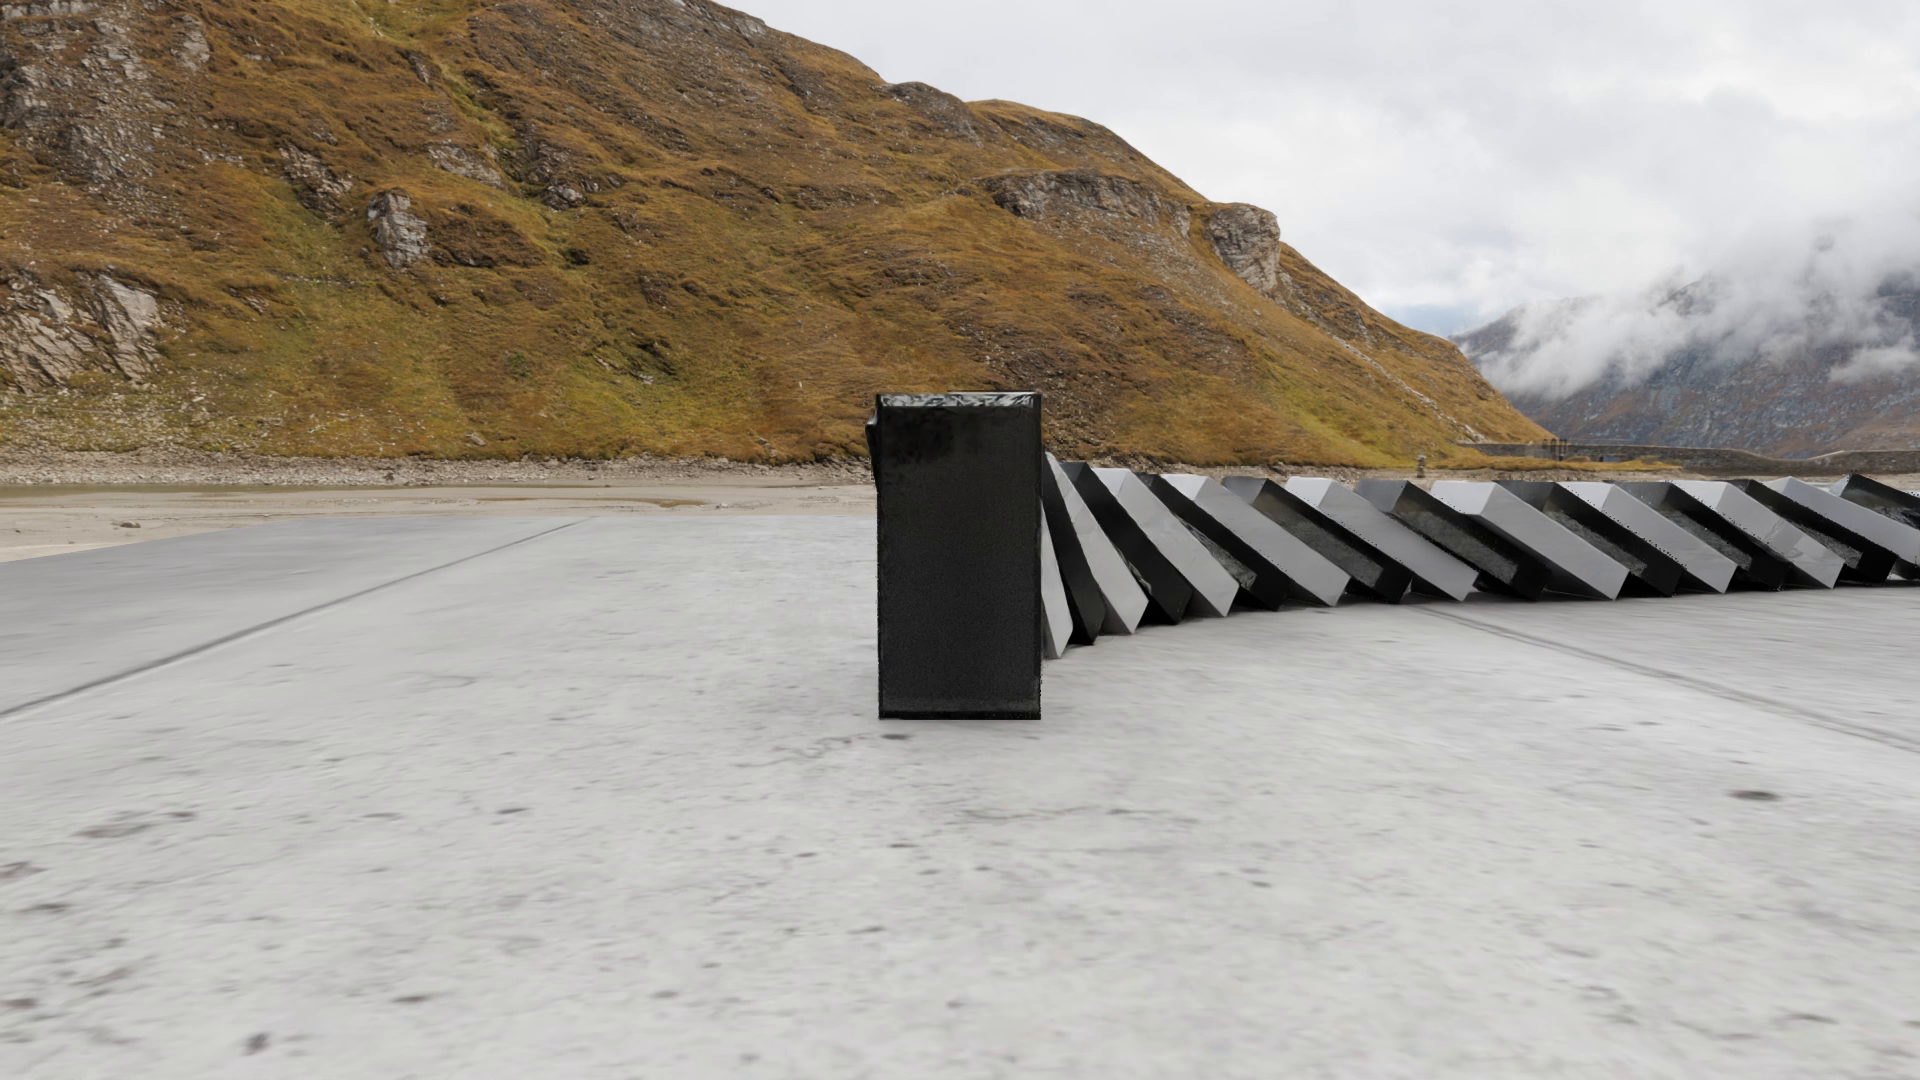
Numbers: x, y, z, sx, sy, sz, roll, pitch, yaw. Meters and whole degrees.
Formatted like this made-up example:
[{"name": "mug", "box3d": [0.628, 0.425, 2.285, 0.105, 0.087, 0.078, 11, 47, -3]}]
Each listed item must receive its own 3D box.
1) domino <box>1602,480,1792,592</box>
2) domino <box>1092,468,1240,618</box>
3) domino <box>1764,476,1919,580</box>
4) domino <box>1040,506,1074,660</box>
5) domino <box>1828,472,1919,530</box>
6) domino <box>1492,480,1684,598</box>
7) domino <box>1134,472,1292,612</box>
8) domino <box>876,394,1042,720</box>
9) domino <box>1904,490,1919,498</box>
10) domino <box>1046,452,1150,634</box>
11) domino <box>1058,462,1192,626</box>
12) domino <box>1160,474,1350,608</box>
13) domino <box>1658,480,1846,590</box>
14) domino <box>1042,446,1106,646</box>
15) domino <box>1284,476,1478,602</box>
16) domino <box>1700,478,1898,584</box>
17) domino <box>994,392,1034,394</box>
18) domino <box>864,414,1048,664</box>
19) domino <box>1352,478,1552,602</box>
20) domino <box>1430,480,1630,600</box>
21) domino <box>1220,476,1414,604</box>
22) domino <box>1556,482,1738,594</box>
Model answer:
[{"name": "domino", "box3d": [0.213, -0.001, 0.375, 0.050, 0.010, 0.025, 28, -4, -16]}, {"name": "domino", "box3d": [0.044, 0.001, 0.312, 0.025, 0.009, 0.050, 5, -29, 50]}, {"name": "domino", "box3d": [0.274, -0.003, 0.395, 0.050, 0.009, 0.025, 27, 4, 14]}, {"name": "domino", "box3d": [0.004, 0.000, 0.249, 0.025, 0.050, 0.010, 2, 38, 26]}, {"name": "domino", "box3d": [0.295, -0.004, 0.393, 0.050, 0.009, 0.025, 28, 4, 22]}, {"name": "domino", "box3d": [0.174, -0.001, 0.360, 0.050, 0.009, 0.025, 28, -4, -16]}, {"name": "domino", "box3d": [0.058, 0.000, 0.327, 0.050, 0.009, 0.025, 35, -11, -24]}, {"name": "domino", "box3d": [0.000, 0.002, 0.200, 0.025, 0.050, 0.009, 0, 6, 2]}, {"name": "domino", "box3d": [0.322, -0.001, 0.397, 0.025, 0.010, 0.050, 25, 4, -25]}, {"name": "domino", "box3d": [0.019, 0.001, 0.282, 0.025, 0.009, 0.050, 4, -37, 42]}, {"name": "domino", "box3d": [0.030, 0.001, 0.298, 0.025, 0.010, 0.050, 5, -32, 47]}, {"name": "domino", "box3d": [0.076, 0.000, 0.338, 0.050, 0.009, 0.025, 32, -6, -18]}, {"name": "domino", "box3d": [0.233, -0.002, 0.381, 0.050, 0.010, 0.025, 28, -4, -16]}, {"name": "domino", "box3d": [0.011, 0.001, 0.264, 0.025, 0.050, 0.009, 2, 46, 30]}, {"name": "domino", "box3d": [0.114, 0.000, 0.352, 0.050, 0.009, 0.025, 30, -2, -12]}, {"name": "domino", "box3d": [0.253, -0.003, 0.391, 0.050, 0.009, 0.025, 27, 1, -2]}, {"name": "domino", "box3d": [0.000, 0.001, 0.215, 0.025, 0.050, 0.010, 0, 18, 3]}, {"name": "domino", "box3d": [0.000, 0.000, 0.232, 0.025, 0.050, 0.009, 1, 28, 19]}, {"name": "domino", "box3d": [0.134, 0.000, 0.353, 0.050, 0.009, 0.025, 29, -2, -12]}, {"name": "domino", "box3d": [0.155, 0.000, 0.354, 0.050, 0.009, 0.025, 29, -4, -16]}, {"name": "domino", "box3d": [0.095, 0.000, 0.346, 0.050, 0.010, 0.025, 31, -3, -13]}, {"name": "domino", "box3d": [0.194, -0.001, 0.369, 0.050, 0.009, 0.025, 28, -4, -16]}]
